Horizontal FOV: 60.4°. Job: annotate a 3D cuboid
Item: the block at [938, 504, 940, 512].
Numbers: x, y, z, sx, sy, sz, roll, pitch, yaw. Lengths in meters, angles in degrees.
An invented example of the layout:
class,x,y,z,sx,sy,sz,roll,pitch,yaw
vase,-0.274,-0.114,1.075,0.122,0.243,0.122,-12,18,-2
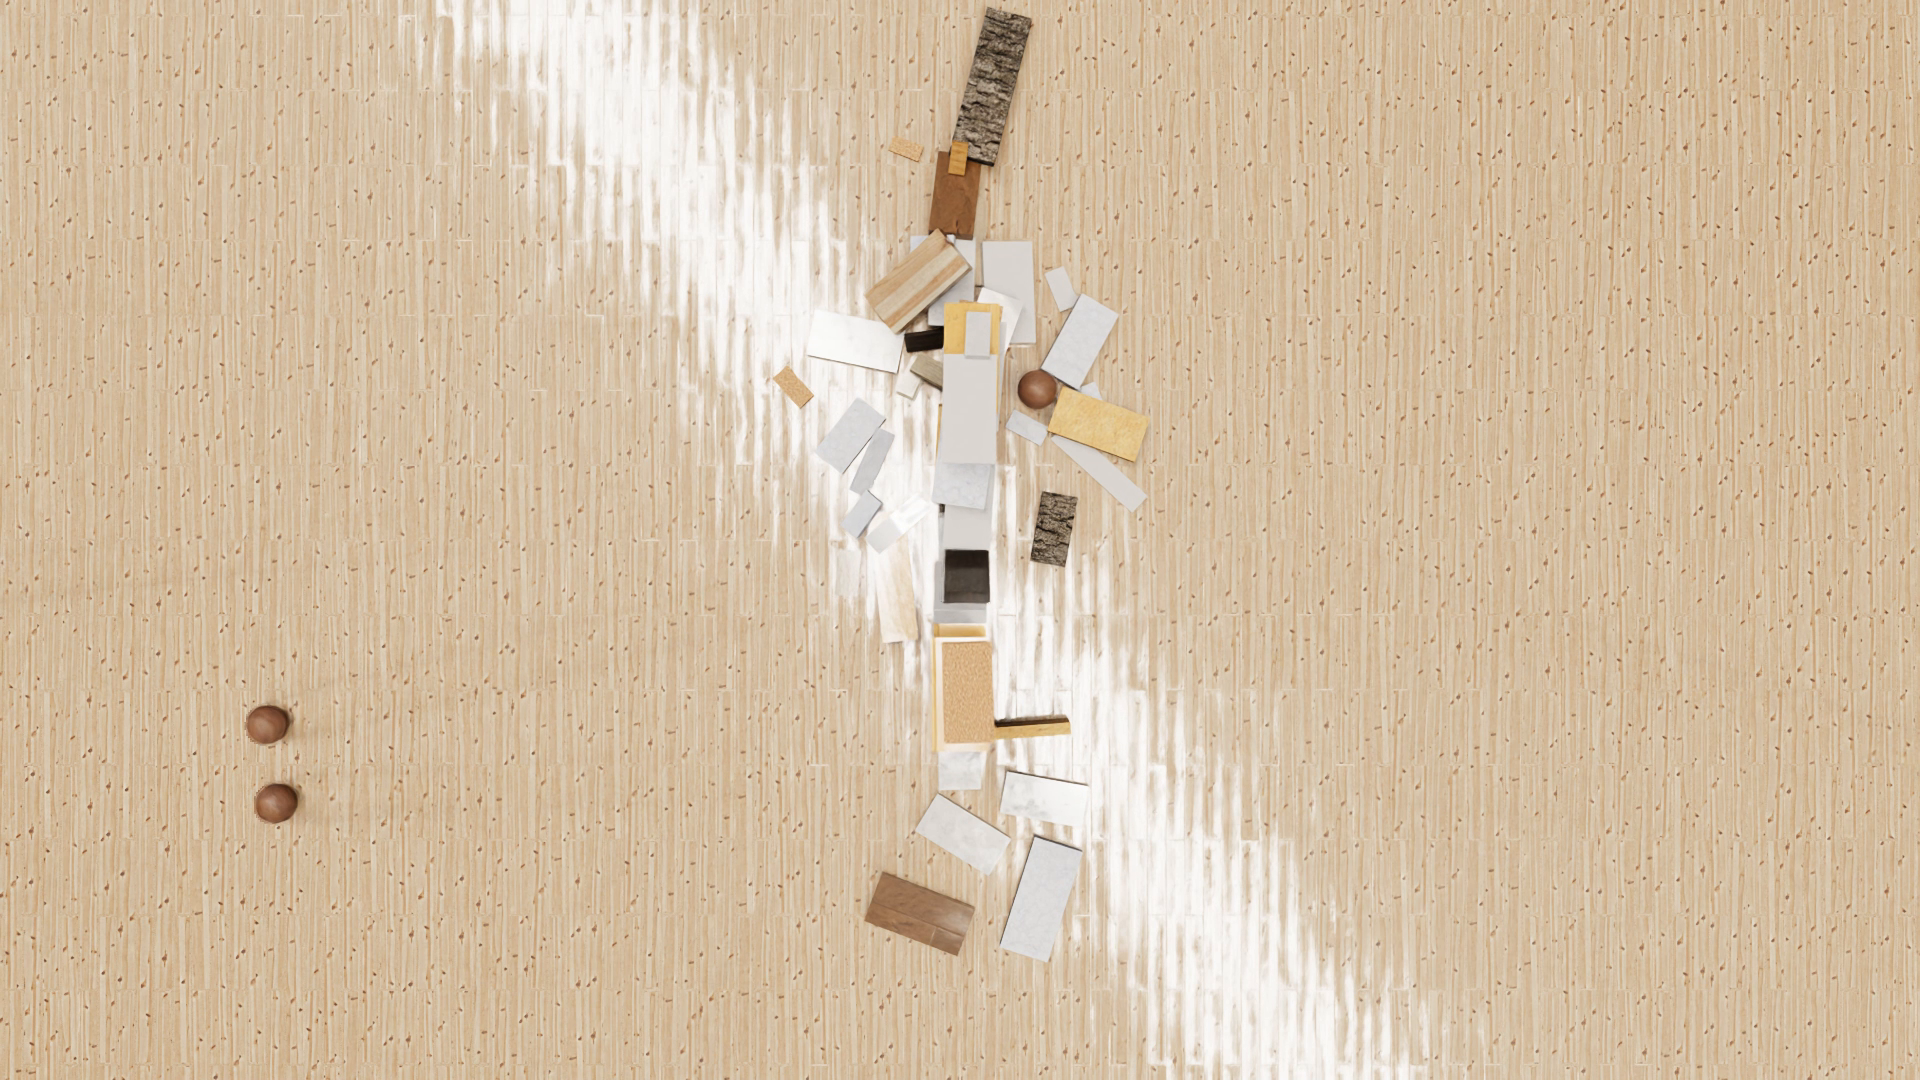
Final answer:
class,x,y,z,sx,sy,sz,roll,pitch,yaw
block,0.007,-0.232,5.402,0.145,0.041,0.291,3,107,-1

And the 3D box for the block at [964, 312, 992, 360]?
class,x,y,z,sx,sy,sz,roll,pitch,yaw
block,0.056,-0.633,5.099,0.076,0.022,0.152,2,69,1

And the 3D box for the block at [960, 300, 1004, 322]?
class,x,y,z,sx,sy,sz,roll,pitch,yaw
block,0.046,-0.620,5.308,0.143,0.041,0.286,9,83,0

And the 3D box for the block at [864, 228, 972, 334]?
class,x,y,z,sx,sy,sz,roll,pitch,yaw
block,-0.137,-0.842,5.389,0.333,0.047,0.167,-40,83,17

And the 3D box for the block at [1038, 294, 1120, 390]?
class,x,y,z,sx,sy,sz,roll,pitch,yaw
block,0.394,-0.655,5.460,0.143,0.041,0.286,29,86,-8

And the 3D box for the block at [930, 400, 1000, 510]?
class,x,y,z,sx,sy,sz,roll,pitch,yaw
block,0.016,-0.281,5.231,0.171,0.049,0.343,8,100,0

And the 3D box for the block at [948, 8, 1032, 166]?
class,x,y,z,sx,sy,sz,roll,pitch,yaw
block,0.101,-1.498,5.452,0.153,0.043,0.509,14,84,0

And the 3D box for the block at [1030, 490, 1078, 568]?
class,x,y,z,sx,sy,sz,roll,pitch,yaw
block,0.312,-0.036,5.483,0.118,0.034,0.237,10,90,0

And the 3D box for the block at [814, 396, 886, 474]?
class,x,y,z,sx,sy,sz,roll,pitch,yaw
block,-0.365,-0.348,5.483,0.118,0.034,0.237,38,90,0

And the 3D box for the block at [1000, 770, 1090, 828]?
class,x,y,z,sx,sy,sz,roll,pitch,yaw
block,0.279,0.860,5.480,0.276,0.039,0.138,10,90,0

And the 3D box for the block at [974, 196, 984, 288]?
class,x,y,z,sx,sy,sz,roll,pitch,yaw
block,0.001,-0.992,5.479,0.147,0.042,0.293,2,90,0

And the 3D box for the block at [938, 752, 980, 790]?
class,x,y,z,sx,sy,sz,roll,pitch,yaw
block,-0.003,0.689,5.480,0.138,0.039,0.276,-1,90,0

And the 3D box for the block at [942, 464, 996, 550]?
class,x,y,z,sx,sy,sz,roll,pitch,yaw
block,0.030,-0.127,5.305,0.153,0.043,0.305,4,100,0

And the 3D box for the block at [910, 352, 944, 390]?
class,x,y,z,sx,sy,sz,roll,pitch,yaw
block,-0.086,-0.554,5.430,0.143,0.020,0.072,29,75,7

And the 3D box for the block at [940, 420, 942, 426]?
class,x,y,z,sx,sy,sz,roll,pitch,yaw
block,0.027,-0.502,5.335,0.145,0.041,0.291,7,83,0

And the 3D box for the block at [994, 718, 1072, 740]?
class,x,y,z,sx,sy,sz,roll,pitch,yaw
block,0.223,0.622,5.431,0.276,0.138,0.039,-4,90,0

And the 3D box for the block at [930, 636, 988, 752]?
class,x,y,z,sx,sy,sz,roll,pitch,yaw
block,-0.001,0.446,4.777,0.164,0.046,0.328,-1,90,0

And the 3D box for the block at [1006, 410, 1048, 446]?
class,x,y,z,sx,sy,sz,roll,pitch,yaw
block,0.224,-0.373,5.491,0.134,0.019,0.067,28,90,0

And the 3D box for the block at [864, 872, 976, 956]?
class,x,y,z,sx,sy,sz,roll,pitch,yaw
block,-0.134,1.241,5.477,0.330,0.047,0.165,21,90,0

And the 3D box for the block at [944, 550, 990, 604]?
class,x,y,z,sx,sy,sz,roll,pitch,yaw
block,0.023,0.115,5.261,0.144,0.287,0.041,0,116,0

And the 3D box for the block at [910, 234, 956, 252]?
class,x,y,z,sx,sy,sz,roll,pitch,yaw
block,-0.090,-0.959,5.403,0.149,0.021,0.074,2,89,17

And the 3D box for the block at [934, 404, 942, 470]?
class,x,y,z,sx,sy,sz,roll,pitch,yaw
block,-0.007,-0.298,5.425,0.145,0.041,0.291,3,107,-1

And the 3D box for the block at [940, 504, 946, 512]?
class,x,y,z,sx,sy,sz,roll,pitch,yaw
block,0.011,-0.113,5.389,0.153,0.043,0.305,0,114,0

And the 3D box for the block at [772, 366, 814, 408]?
class,x,y,z,sx,sy,sz,roll,pitch,yaw
block,-0.555,-0.509,5.491,0.067,0.019,0.134,-42,90,0

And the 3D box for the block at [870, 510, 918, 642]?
class,x,y,z,sx,sy,sz,roll,pitch,yaw
block,-0.220,0.121,5.483,0.118,0.034,0.431,-6,90,0

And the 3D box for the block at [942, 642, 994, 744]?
class,x,y,z,sx,sy,sz,roll,pitch,yaw
block,0.023,0.438,4.733,0.144,0.041,0.287,-2,90,0

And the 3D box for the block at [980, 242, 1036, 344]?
class,x,y,z,sx,sy,sz,roll,pitch,yaw
block,0.158,-0.816,5.450,0.167,0.047,0.333,-2,90,-10

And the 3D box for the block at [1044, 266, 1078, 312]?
class,x,y,z,sx,sy,sz,roll,pitch,yaw
block,0.338,-0.835,5.490,0.068,0.019,0.137,-22,90,0

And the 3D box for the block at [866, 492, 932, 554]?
class,x,y,z,sx,sy,sz,roll,pitch,yaw
block,-0.205,-0.054,5.456,0.230,0.021,0.074,-41,90,0

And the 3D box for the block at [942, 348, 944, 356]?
class,x,y,z,sx,sy,sz,roll,pitch,yaw
block,0.004,-0.538,5.453,0.105,0.030,0.211,-4,73,-2

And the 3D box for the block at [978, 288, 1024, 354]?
class,x,y,z,sx,sy,sz,roll,pitch,yaw
block,0.092,-0.664,5.392,0.143,0.041,0.286,20,93,-1

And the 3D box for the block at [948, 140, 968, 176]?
class,x,y,z,sx,sy,sz,roll,pitch,yaw
block,-0.005,-1.252,5.404,0.053,0.015,0.106,10,121,3

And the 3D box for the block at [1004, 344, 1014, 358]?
class,x,y,z,sx,sy,sz,roll,pitch,yaw
block,0.145,-0.650,5.492,0.053,0.015,0.201,32,90,0

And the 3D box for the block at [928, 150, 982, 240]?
class,x,y,z,sx,sy,sz,roll,pitch,yaw
block,-0.015,-1.135,5.436,0.147,0.042,0.293,6,73,1

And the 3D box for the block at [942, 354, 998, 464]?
class,x,y,z,sx,sy,sz,roll,pitch,yaw
block,0.029,-0.404,5.106,0.165,0.047,0.336,1,88,0

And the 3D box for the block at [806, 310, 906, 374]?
class,x,y,z,sx,sy,sz,roll,pitch,yaw
block,-0.344,-0.659,5.478,0.307,0.043,0.153,12,90,0

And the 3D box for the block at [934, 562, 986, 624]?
class,x,y,z,sx,sy,sz,roll,pitch,yaw
block,0.001,0.165,5.259,0.165,0.330,0.047,0,116,0

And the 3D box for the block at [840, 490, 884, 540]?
class,x,y,z,sx,sy,sz,roll,pitch,yaw
block,-0.324,-0.084,5.464,0.074,0.021,0.148,40,101,20

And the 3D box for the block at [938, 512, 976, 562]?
class,x,y,z,sx,sy,sz,roll,pitch,yaw
block,0.007,0.058,5.417,0.153,0.043,0.305,-1,114,1

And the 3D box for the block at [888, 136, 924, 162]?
class,x,y,z,sx,sy,sz,roll,pitch,yaw
block,-0.180,-1.304,5.492,0.106,0.015,0.053,22,90,0

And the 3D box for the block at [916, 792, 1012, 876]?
class,x,y,z,sx,sy,sz,roll,pitch,yaw
block,0.010,0.976,5.480,0.287,0.041,0.144,32,90,0

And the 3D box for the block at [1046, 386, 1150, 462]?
class,x,y,z,sx,sy,sz,roll,pitch,yaw
block,0.457,-0.382,5.457,0.307,0.043,0.153,20,89,0

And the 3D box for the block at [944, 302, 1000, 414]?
class,x,y,z,sx,sy,sz,roll,pitch,yaw
block,0.036,-0.566,5.158,0.171,0.049,0.343,1,88,0

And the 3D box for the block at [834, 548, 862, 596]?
class,x,y,z,sx,sy,sz,roll,pitch,yaw
block,-0.372,0.109,5.489,0.076,0.022,0.152,5,90,0

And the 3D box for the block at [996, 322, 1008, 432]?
class,x,y,z,sx,sy,sz,roll,pitch,yaw
block,0.050,-0.526,5.239,0.171,0.049,0.343,5,100,1

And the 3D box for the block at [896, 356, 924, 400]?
class,x,y,z,sx,sy,sz,roll,pitch,yaw
block,-0.155,-0.538,5.490,0.068,0.019,0.137,24,90,0

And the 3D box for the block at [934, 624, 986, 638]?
class,x,y,z,sx,sy,sz,roll,pitch,yaw
block,0.000,0.419,5.151,0.163,0.046,0.326,0,90,0

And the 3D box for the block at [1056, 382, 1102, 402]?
class,x,y,z,sx,sy,sz,roll,pitch,yaw
block,0.396,-0.468,5.490,0.143,0.020,0.072,-21,90,0

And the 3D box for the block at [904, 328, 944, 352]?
class,x,y,z,sx,sy,sz,roll,pitch,yaw
block,-0.113,-0.662,5.468,0.137,0.068,0.019,-8,49,0

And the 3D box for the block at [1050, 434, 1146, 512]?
class,x,y,z,sx,sy,sz,roll,pitch,yaw
block,0.462,-0.241,5.489,0.366,0.022,0.076,42,90,0

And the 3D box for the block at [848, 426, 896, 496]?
class,x,y,z,sx,sy,sz,roll,pitch,yaw
block,-0.292,-0.258,5.473,0.067,0.019,0.229,24,90,-34

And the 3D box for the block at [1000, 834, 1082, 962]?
class,x,y,z,sx,sy,sz,roll,pitch,yaw
block,0.269,1.190,5.476,0.166,0.047,0.382,18,90,0

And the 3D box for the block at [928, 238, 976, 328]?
class,x,y,z,sx,sy,sz,roll,pitch,yaw
block,-0.026,-0.849,5.434,0.147,0.042,0.293,2,89,0
